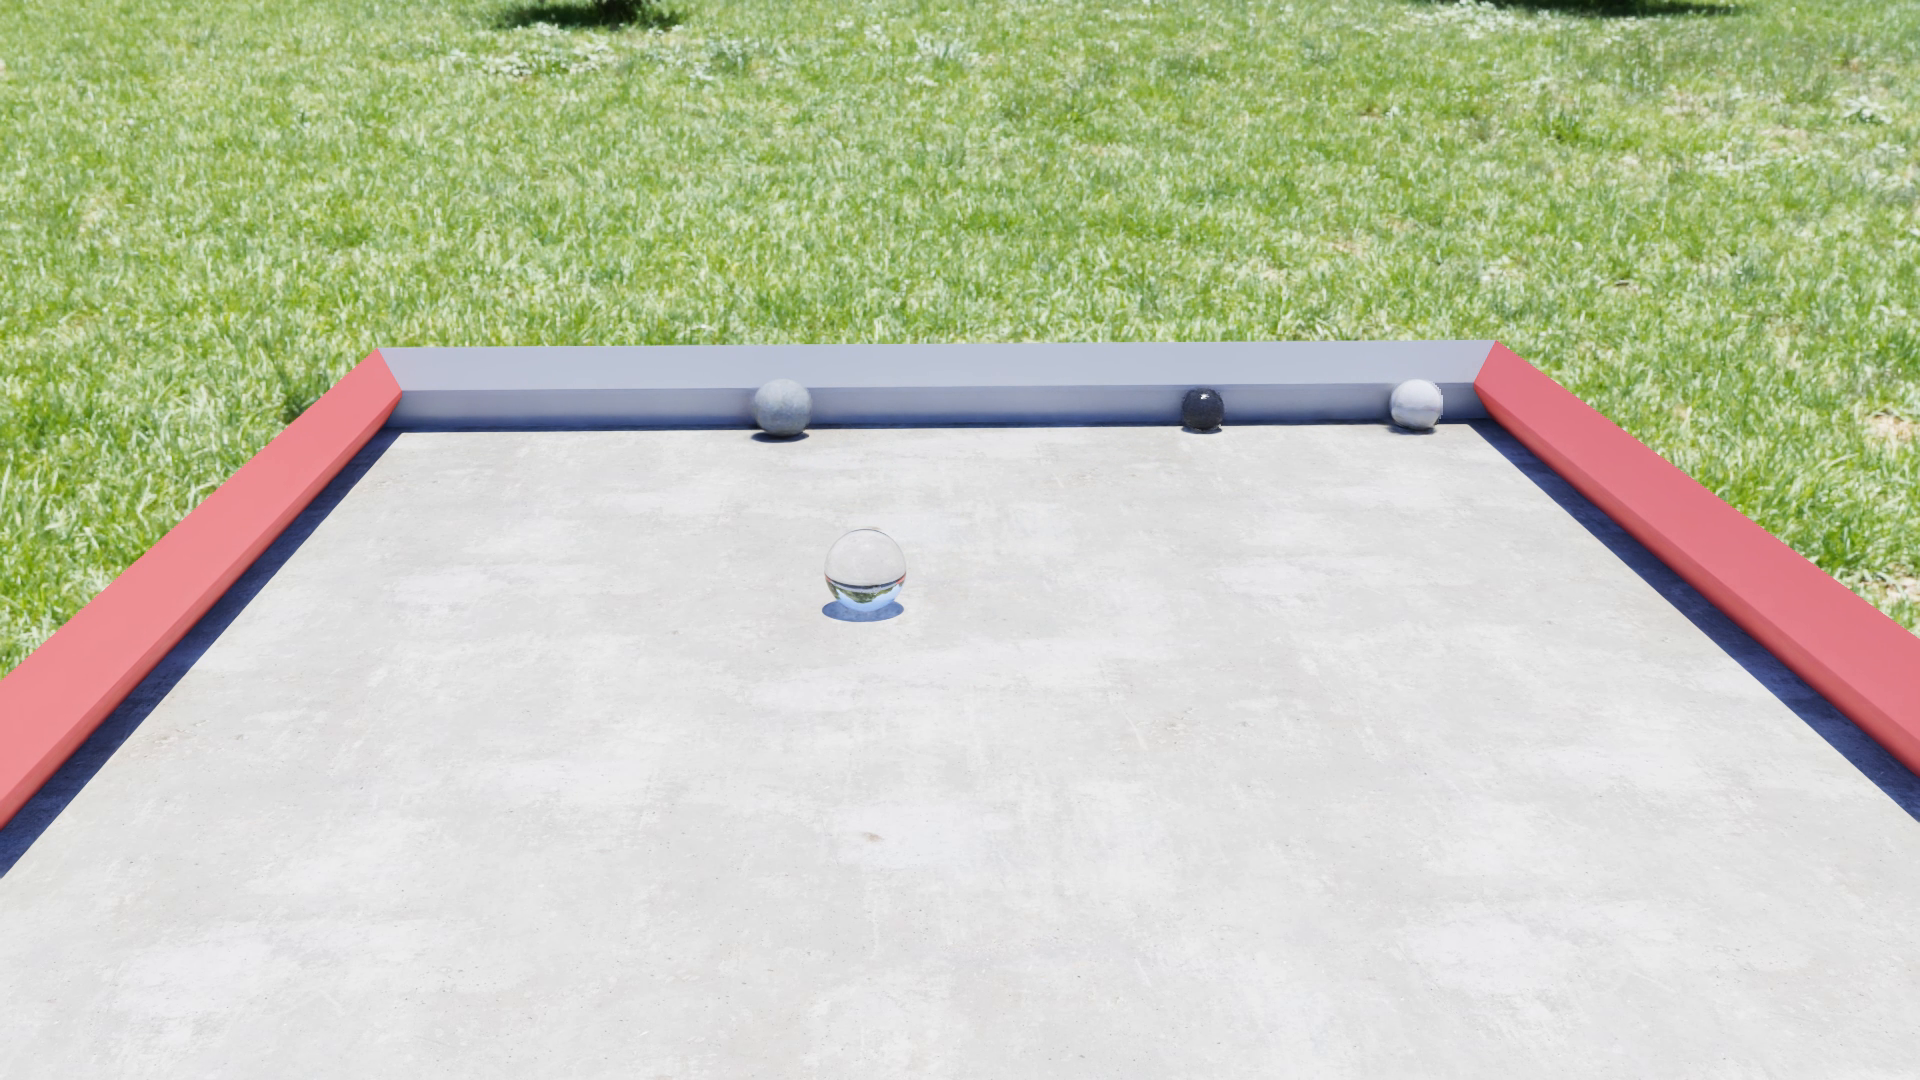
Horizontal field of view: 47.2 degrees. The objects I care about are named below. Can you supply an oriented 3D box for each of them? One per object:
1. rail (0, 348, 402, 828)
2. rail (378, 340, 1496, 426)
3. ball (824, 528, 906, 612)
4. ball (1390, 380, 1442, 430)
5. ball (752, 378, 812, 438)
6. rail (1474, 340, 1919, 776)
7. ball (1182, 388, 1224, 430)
[{"bbox_3d":[-0.830,0.216,1.876,0.045,0.125,3.281,-1,16,-2],"label":"rail"},{"bbox_3d":[-0.028,-0.242,3.457,1.766,0.125,0.045,-1,16,-2],"label":"rail"},{"bbox_3d":[-0.110,0.035,2.556,0.097,0.097,0.097,0,16,0],"label":"ball"},{"bbox_3d":[0.711,-0.211,3.434,0.080,0.080,0.080,0,16,0],"label":"ball"},{"bbox_3d":[-0.275,-0.204,3.391,0.091,0.091,0.091,0,16,0],"label":"ball"},{"bbox_3d":[0.888,0.199,1.935,0.045,0.125,3.281,-1,16,-2],"label":"rail"},{"bbox_3d":[0.380,-0.204,3.438,0.066,0.066,0.066,0,16,0],"label":"ball"}]
